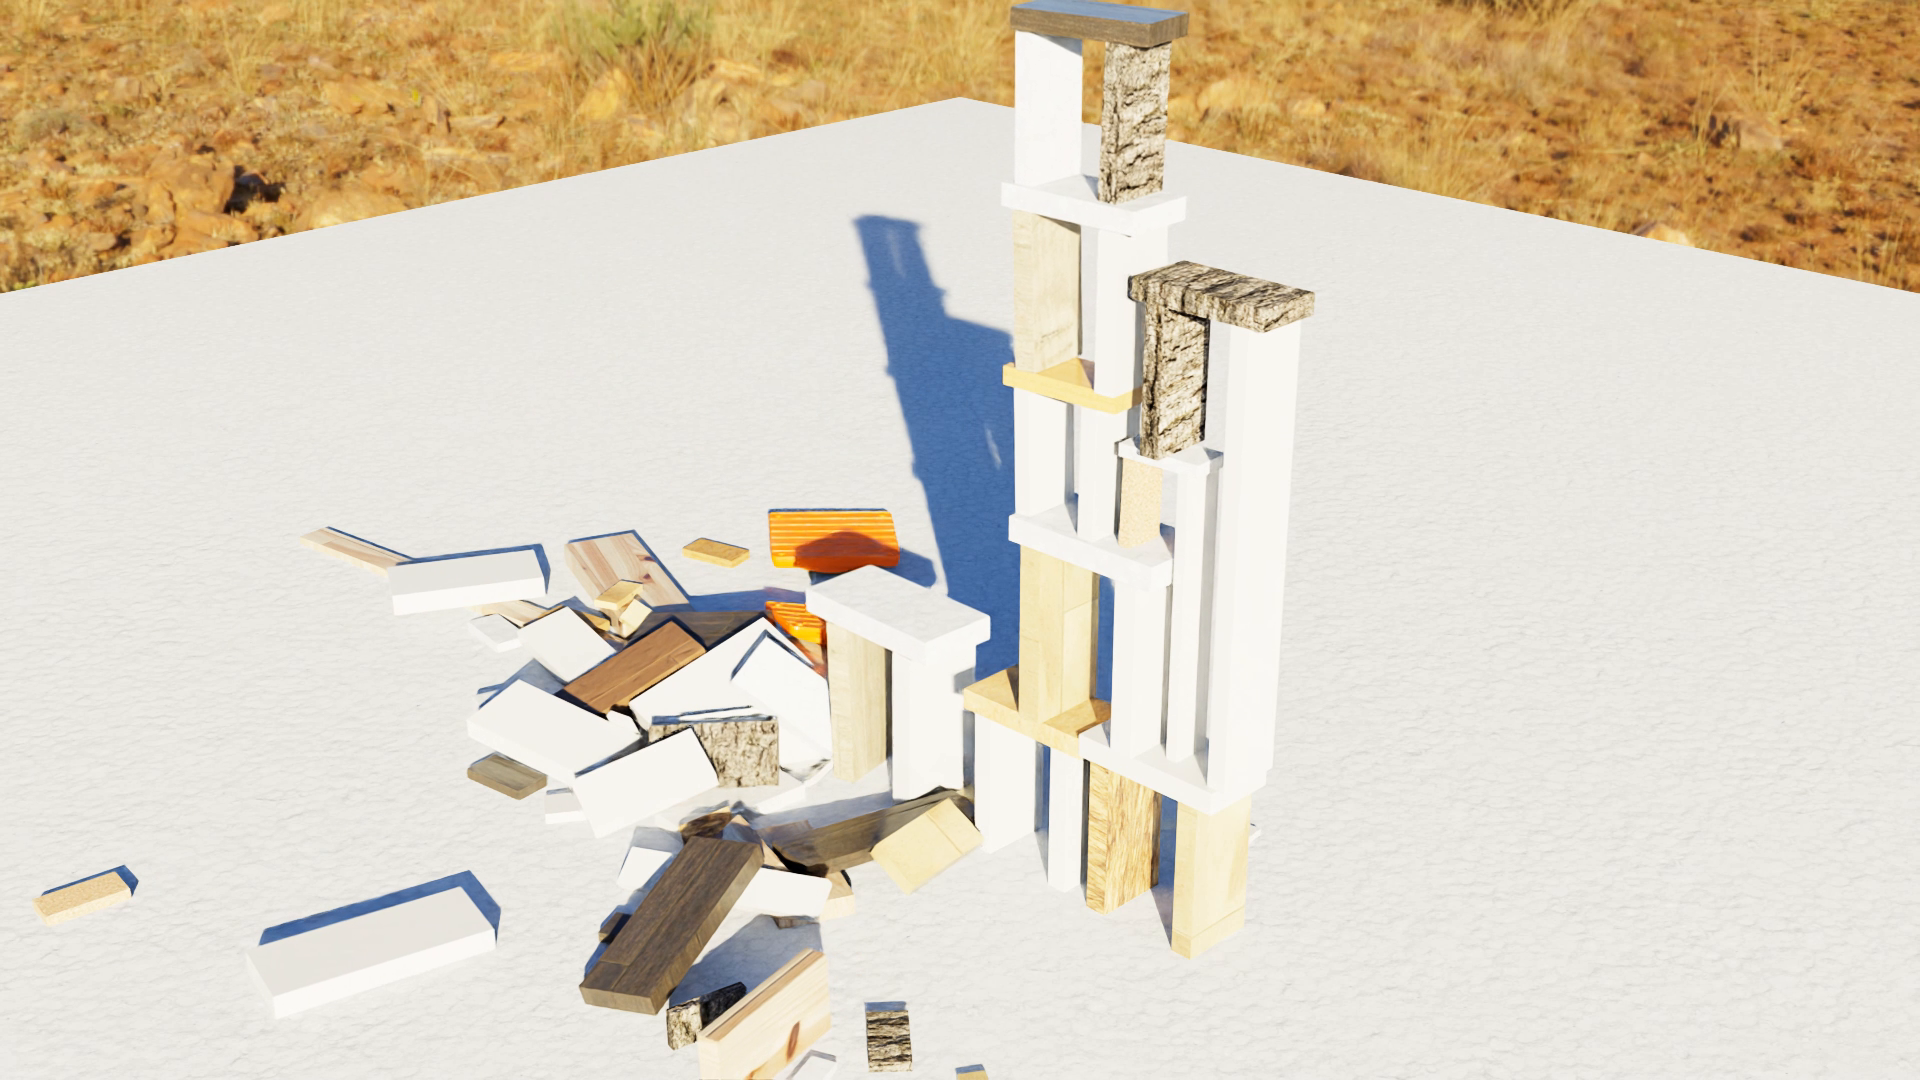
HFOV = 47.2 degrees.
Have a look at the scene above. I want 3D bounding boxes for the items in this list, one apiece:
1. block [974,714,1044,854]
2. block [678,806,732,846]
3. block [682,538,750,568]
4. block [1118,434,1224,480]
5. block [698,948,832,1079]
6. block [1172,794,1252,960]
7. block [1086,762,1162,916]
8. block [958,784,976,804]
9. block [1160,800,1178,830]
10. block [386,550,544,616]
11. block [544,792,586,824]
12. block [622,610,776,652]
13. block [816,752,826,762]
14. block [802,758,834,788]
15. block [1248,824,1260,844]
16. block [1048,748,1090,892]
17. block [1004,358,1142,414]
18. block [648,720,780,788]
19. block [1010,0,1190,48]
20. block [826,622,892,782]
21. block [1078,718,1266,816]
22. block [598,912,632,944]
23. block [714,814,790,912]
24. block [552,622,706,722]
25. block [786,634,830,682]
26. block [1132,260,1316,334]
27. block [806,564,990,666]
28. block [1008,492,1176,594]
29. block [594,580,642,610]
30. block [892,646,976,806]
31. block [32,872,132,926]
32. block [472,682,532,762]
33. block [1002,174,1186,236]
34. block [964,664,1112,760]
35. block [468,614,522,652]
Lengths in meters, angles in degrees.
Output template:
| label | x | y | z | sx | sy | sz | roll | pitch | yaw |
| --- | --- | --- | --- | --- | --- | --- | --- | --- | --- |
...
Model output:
| label | x | y | z | sx | sy | sz | roll | pitch | yaw |
| --- | --- | --- | --- | --- | --- | --- | --- | --- | --- |
| block | 0.097 | 0.453 | 4.314 | 0.148 | 0.297 | 0.042 | -21 | 31 | -40 |
| block | -0.498 | 0.572 | 4.341 | 0.112 | 0.056 | 0.016 | -19 | -1 | -38 |
| block | -0.627 | 0.035 | 5.651 | 0.156 | 0.022 | 0.078 | 13 | 26 | 28 |
| block | 0.363 | -0.146 | 3.765 | 0.166 | 0.023 | 0.083 | 19 | 30 | 37 |
| block | -0.321 | 0.815 | 3.649 | 0.042 | 0.148 | 0.295 | 11 | 25 | 31 |
| block | 0.455 | 0.588 | 3.977 | 0.044 | 0.310 | 0.155 | 21 | 31 | 41 |
| block | 0.309 | 0.531 | 4.111 | 0.044 | 0.310 | 0.155 | 21 | 31 | 41 |
| block | 0.043 | 0.529 | 4.498 | 0.096 | 0.014 | 0.048 | 17 | 28 | 35 |
| block | 0.472 | 0.551 | 4.435 | 0.157 | 0.022 | 0.078 | -2 | 23 | -6 |
| block | -1.213 | 0.103 | 5.397 | 0.359 | 0.051 | 0.180 | -7 | 24 | -16 |
| block | -0.763 | 0.539 | 4.462 | 0.156 | 0.022 | 0.078 | -5 | 23 | -11 |
| block | -0.592 | 0.225 | 4.988 | 0.317 | 0.045 | 0.158 | -2 | 31 | 23 |
| block | -0.298 | 0.453 | 4.676 | 0.092 | 0.013 | 0.046 | -8 | 24 | -18 |
| block | -0.298 | 0.487 | 4.566 | 0.046 | 0.013 | 0.092 | -27 | 7 | 32 |
| block | 0.550 | 0.589 | 4.355 | 0.048 | 0.014 | 0.095 | 17 | 29 | 35 |
| block | 0.236 | 0.507 | 4.185 | 0.042 | 0.297 | 0.148 | 21 | 31 | 41 |
| block | 0.209 | -0.279 | 3.860 | 0.245 | 0.035 | 0.122 | 18 | 29 | 36 |
| block | -0.505 | 0.442 | 4.510 | 0.265 | 0.038 | 0.133 | -3 | 54 | 0 |
| block | 0.229 | -0.852 | 3.611 | 0.262 | 0.037 | 0.131 | 16 | 28 | 31 |
| block | -0.198 | 0.307 | 4.582 | 0.050 | 0.355 | 0.177 | 12 | 26 | 30 |
| block | 0.382 | 0.397 | 3.975 | 0.310 | 0.044 | 0.155 | 21 | 31 | 41 |
| block | -0.581 | 0.722 | 4.032 | 0.145 | 0.021 | 0.072 | 8 | 24 | 18 |
| block | -0.414 | 0.613 | 4.190 | 0.110 | 0.031 | 0.221 | -41 | 31 | -9 |
| block | -0.727 | 0.310 | 4.830 | 0.328 | 0.047 | 0.164 | -33 | 34 | -19 |
| block | -0.332 | 0.303 | 4.874 | 0.158 | 0.045 | 0.317 | -16 | 28 | -33 |
| block | 0.429 | -0.399 | 3.591 | 0.270 | 0.038 | 0.135 | 21 | 31 | 40 |
| block | -0.127 | 0.148 | 4.437 | 0.177 | 0.050 | 0.355 | -21 | 31 | -40 |
| block | 0.267 | 0.000 | 3.934 | 0.335 | 0.047 | 0.167 | 21 | 31 | 40 |
| block | -0.822 | 0.133 | 5.295 | 0.061 | 0.017 | 0.121 | 9 | 25 | 21 |
| block | -0.053 | 0.367 | 4.442 | 0.177 | 0.355 | 0.050 | -20 | 31 | -39 |
| block | -1.653 | 0.676 | 4.140 | 0.156 | 0.022 | 0.078 | -18 | 29 | -36 |
| block | -0.954 | 0.395 | 4.782 | 0.134 | 0.038 | 0.268 | -12 | 26 | -26 |
| block | 0.225 | -0.575 | 3.728 | 0.285 | 0.040 | 0.143 | 20 | 30 | 37 |
| block | 0.166 | 0.324 | 4.183 | 0.297 | 0.042 | 0.149 | 21 | 31 | 40 |
| block | -1.096 | 0.220 | 5.214 | 0.078 | 0.022 | 0.157 | -17 | 28 | -34 |
